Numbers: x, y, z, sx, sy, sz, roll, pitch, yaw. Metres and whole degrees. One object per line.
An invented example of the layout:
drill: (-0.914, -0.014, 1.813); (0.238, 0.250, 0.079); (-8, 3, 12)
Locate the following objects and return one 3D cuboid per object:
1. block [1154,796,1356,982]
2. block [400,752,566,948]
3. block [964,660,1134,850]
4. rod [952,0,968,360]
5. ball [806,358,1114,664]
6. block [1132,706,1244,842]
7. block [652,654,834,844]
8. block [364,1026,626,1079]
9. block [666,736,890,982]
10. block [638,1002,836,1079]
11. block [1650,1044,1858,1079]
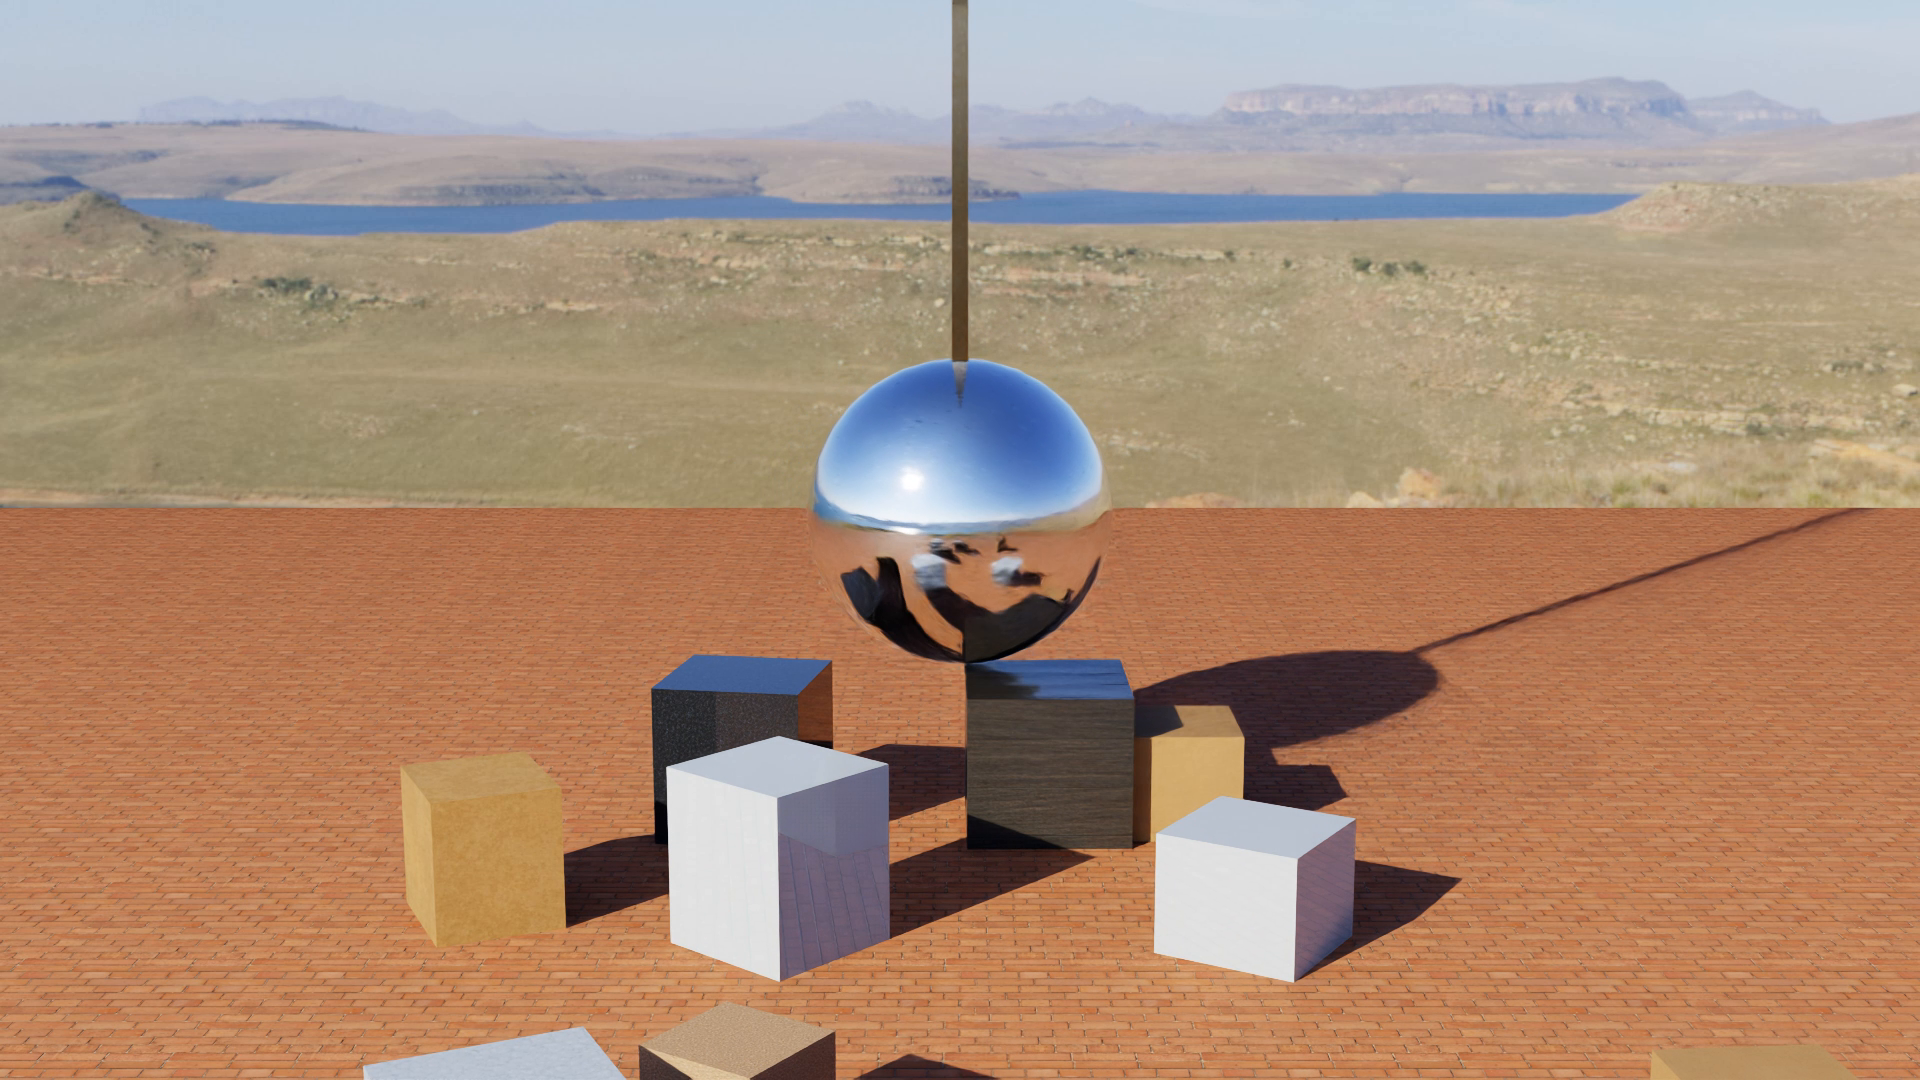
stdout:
block: (1.302, 1.520, 9.682); (0.658, 0.544, 0.655); (6, 12, 31)
block: (-2.181, 1.397, 10.040); (0.580, 0.659, 0.658); (-5, 11, -25)
block: (0.445, 1.095, 11.382); (0.830, 0.774, 0.851); (0, 10, -1)
rod: (0.000, -3.455, 10.702); (0.080, 5.200, 0.080); (0, 14, 0)
ball: (0.000, -0.150, 11.499); (1.600, 1.600, 1.600); (0, 10, 0)
block: (1.146, 1.205, 11.410); (0.566, 0.547, 0.620); (0, 10, 0)
block: (-1.107, 1.084, 11.343); (0.753, 0.808, 0.748); (2, 10, 10)
block: (-1.392, 2.000, 6.801); (0.713, 0.631, 0.763); (-5, 11, -26)
block: (-0.797, 1.384, 9.699); (0.695, 0.807, 0.676); (9, 14, 41)
block: (-0.752, 1.937, 7.494); (0.478, 0.508, 0.464); (7, 12, 33)
block: (2.559, 1.998, 6.943); (0.562, 0.585, 0.602); (-1, 10, -4)
